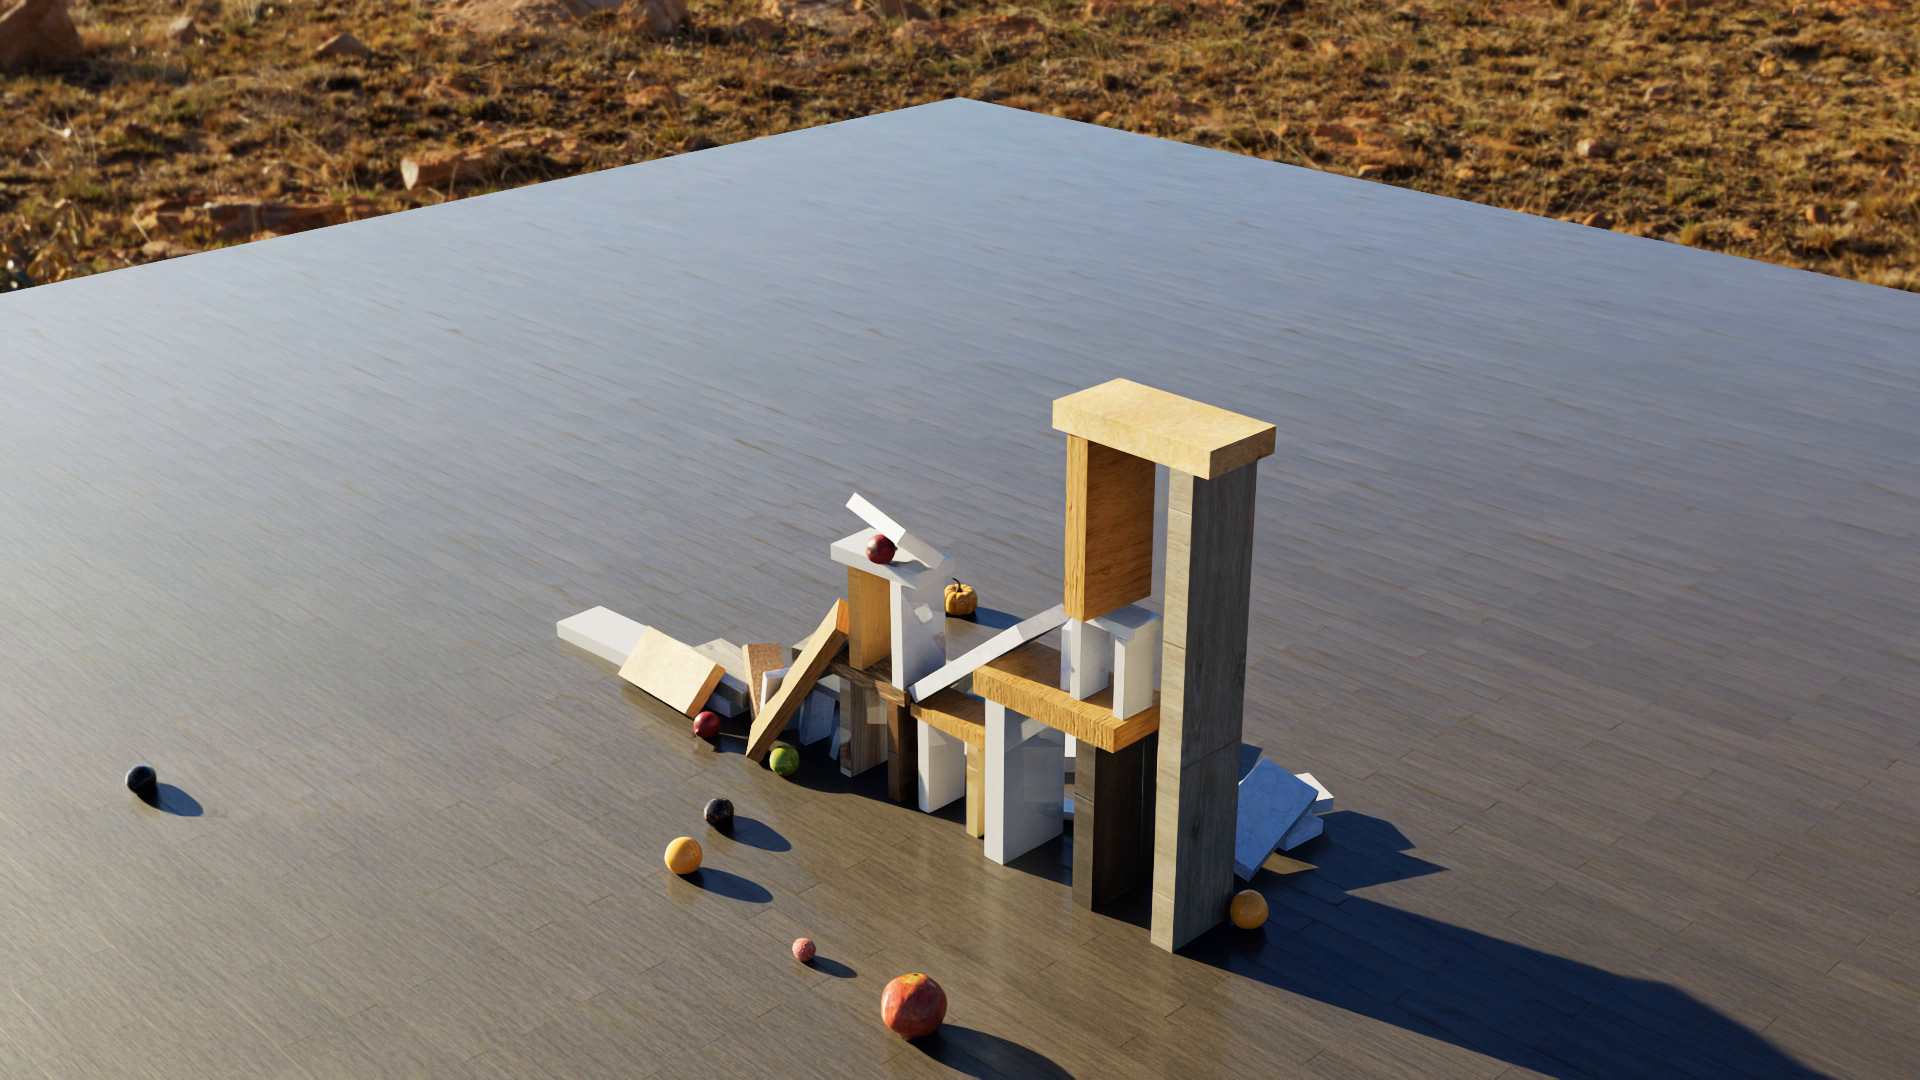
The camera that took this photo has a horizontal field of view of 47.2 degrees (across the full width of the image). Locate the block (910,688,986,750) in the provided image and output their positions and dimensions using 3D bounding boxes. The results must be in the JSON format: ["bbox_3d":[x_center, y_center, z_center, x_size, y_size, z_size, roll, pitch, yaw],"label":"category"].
[{"bbox_3d":[0.009,0.352,4.367,0.103,0.029,0.205,-21,31,-40],"label":"block"}]

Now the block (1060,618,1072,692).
[{"bbox_3d":[0.207,0.211,4.088,0.018,0.125,0.063,10,25,22],"label":"block"}]

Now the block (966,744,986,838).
[{"bbox_3d":[0.060,0.479,4.368,0.103,0.205,0.029,-21,31,-41],"label":"block"}]

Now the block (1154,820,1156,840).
[{"bbox_3d":[0.373,0.554,4.357,0.245,0.035,0.122,8,23,-5],"label":"block"}]

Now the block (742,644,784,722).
[{"bbox_3d":[-0.424,0.311,4.814,0.084,0.167,0.024,0,-15,-35],"label":"block"}]

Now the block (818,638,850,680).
[{"bbox_3d":[-0.246,0.234,4.604,0.084,0.167,0.024,-21,72,-42],"label":"block"}]

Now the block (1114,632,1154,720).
[{"bbox_3d":[0.315,0.237,3.978,0.081,0.163,0.023,-21,31,-41],"label":"block"}]

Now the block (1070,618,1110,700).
[{"bbox_3d":[0.240,0.207,4.049,0.023,0.163,0.081,20,30,39],"label":"block"}]

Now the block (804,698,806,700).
[{"bbox_3d":[-0.261,0.313,4.982,0.224,0.032,0.112,-12,26,-26],"label":"block"}]

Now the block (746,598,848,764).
[{"bbox_3d":[-0.337,0.296,4.602,0.032,0.387,0.112,28,29,-14],"label":"block"}]

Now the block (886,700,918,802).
[{"bbox_3d":[-0.097,0.413,4.501,0.032,0.224,0.112,20,30,41],"label":"block"}]

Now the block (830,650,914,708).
[{"bbox_3d":[-0.151,0.274,4.500,0.112,0.032,0.224,-21,31,-41],"label":"block"}]

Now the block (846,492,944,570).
[{"bbox_3d":[-0.129,-0.018,4.352,0.112,0.032,0.224,34,1,-36],"label":"block"}]

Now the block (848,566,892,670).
[{"bbox_3d":[-0.179,0.139,4.484,0.033,0.229,0.115,16,28,32],"label":"block"}]

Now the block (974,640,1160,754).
[{"bbox_3d":[0.211,0.291,4.123,0.347,0.049,0.174,21,30,40],"label":"block"}]

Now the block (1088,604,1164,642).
[{"bbox_3d":[0.279,0.136,3.978,0.163,0.023,0.081,21,31,40],"label":"block"}]

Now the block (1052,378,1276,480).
[{"bbox_3d":[0.347,-0.194,3.767,0.175,0.050,0.350,-21,31,-40],"label":"block"}]

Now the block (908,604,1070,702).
[{"bbox_3d":[0.052,0.223,4.269,0.122,0.035,0.407,-23,-7,-37],"label":"block"}]

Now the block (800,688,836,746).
[{"bbox_3d":[-0.303,0.366,4.711,0.072,0.143,0.020,-21,42,-41],"label":"block"}]

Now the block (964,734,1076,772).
[{"bbox_3d":[0.139,0.443,4.669,0.260,0.037,0.130,1,23,3],"label":"block"}]

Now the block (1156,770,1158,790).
[{"bbox_3d":[0.412,0.474,4.504,0.122,0.035,0.245,-26,25,-39],"label":"block"}]

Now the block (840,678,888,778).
[{"bbox_3d":[-0.199,0.373,4.595,0.032,0.224,0.112,22,31,39],"label":"block"}]

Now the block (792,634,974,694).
[{"bbox_3d":[-0.171,0.283,4.966,0.418,0.037,0.130,14,27,29],"label":"block"}]

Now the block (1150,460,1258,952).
[{"bbox_3d":[0.428,0.290,3.884,0.050,0.933,0.175,21,31,40],"label":"block"}]

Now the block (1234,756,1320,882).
[{"bbox_3d":[0.581,0.544,4.306,0.130,0.037,0.260,32,48,20],"label":"block"}]

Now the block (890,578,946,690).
[{"bbox_3d":[-0.083,0.176,4.396,0.115,0.230,0.033,-19,29,-38],"label":"block"}]

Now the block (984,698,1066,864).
[{"bbox_3d":[0.127,0.441,4.276,0.174,0.347,0.049,-21,31,-41],"label":"block"}]

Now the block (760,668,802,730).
[{"bbox_3d":[-0.385,0.345,4.734,0.084,0.167,0.024,-9,44,-20],"label":"block"}]

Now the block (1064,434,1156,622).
[{"bbox_3d":[0.268,-0.044,3.924,0.175,0.350,0.050,-19,30,-38],"label":"block"}]

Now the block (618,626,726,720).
[{"bbox_3d":[-0.645,0.295,4.914,0.258,0.129,0.037,23,-12,43],"label":"block"}]

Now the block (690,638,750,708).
[{"bbox_3d":[-0.511,0.296,4.922,0.129,0.037,0.258,-19,29,-37],"label":"block"}]

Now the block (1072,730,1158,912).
[{"bbox_3d":[0.291,0.506,4.125,0.174,0.347,0.049,-21,30,-40],"label":"block"}]

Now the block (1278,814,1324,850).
[{"bbox_3d":[0.613,0.552,4.421,0.107,0.030,0.213,-18,29,-36],"label":"block"}]

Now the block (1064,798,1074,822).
[{"bbox_3d":[0.244,0.546,4.426,0.125,0.018,0.063,6,18,29],"label":"block"}]

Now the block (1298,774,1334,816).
[{"bbox_3d":[0.629,0.523,4.413,0.213,0.030,0.107,-8,24,-18],"label":"block"}]

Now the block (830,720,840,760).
[{"bbox_3d":[-0.229,0.396,4.644,0.072,0.143,0.020,-21,49,-42],"label":"block"}]

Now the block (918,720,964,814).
[{"bbox_3d":[-0.037,0.441,4.458,0.103,0.205,0.029,-21,31,-41],"label":"block"}]

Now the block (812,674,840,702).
[{"bbox_3d":[-0.254,0.308,4.641,0.143,0.020,0.072,21,30,39],"label":"block"}]

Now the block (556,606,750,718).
[{"bbox_3d":[-0.686,0.275,5.066,0.613,0.037,0.129,20,30,39],"label":"block"}]

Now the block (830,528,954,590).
[{"bbox_3d":[-0.135,0.036,4.391,0.229,0.033,0.115,19,29,37],"label":"block"}]
